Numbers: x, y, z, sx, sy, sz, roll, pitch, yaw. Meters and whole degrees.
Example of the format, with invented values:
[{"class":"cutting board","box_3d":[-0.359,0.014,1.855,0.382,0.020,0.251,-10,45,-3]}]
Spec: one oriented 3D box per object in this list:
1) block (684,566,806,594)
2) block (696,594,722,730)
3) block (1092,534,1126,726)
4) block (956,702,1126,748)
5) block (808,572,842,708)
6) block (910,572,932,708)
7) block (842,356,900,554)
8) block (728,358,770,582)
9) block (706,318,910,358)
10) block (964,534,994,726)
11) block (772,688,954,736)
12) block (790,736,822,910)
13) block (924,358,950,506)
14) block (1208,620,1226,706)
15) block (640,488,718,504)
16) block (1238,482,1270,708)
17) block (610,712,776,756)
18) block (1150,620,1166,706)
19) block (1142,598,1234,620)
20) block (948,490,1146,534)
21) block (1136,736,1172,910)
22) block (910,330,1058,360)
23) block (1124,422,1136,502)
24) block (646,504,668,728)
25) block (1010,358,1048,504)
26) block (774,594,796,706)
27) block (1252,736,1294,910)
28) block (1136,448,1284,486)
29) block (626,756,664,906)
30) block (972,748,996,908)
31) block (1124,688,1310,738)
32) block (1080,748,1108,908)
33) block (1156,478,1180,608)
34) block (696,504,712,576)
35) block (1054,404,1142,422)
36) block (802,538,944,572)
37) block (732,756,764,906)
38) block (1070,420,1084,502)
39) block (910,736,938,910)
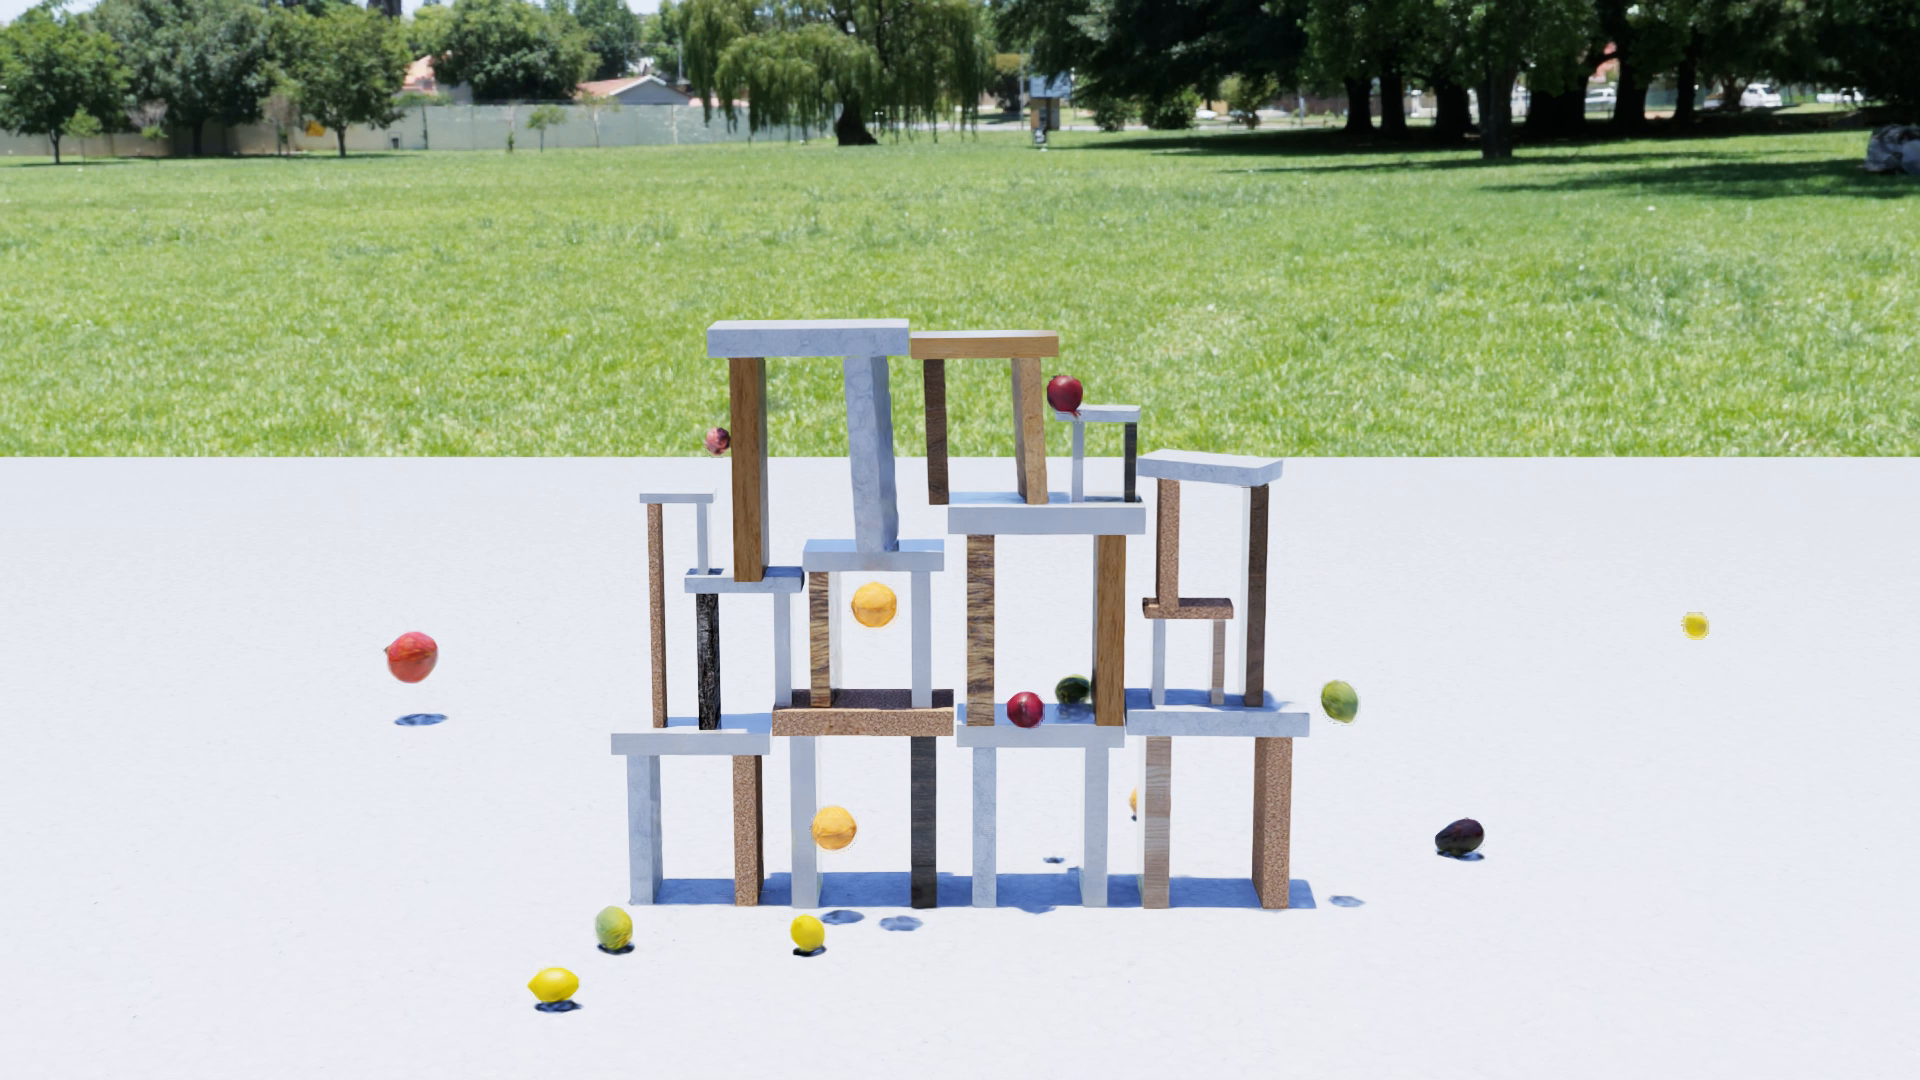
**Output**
[{"class":"block","box_3d":[-0.349,0.064,3.574,0.187,0.027,0.094,0,11,0]},{"class":"block","box_3d":[-0.411,0.189,3.597,0.027,0.227,0.094,0,11,0]},{"class":"block","box_3d":[0.242,0.131,3.583,0.044,0.313,0.157,0,11,1]},{"class":"block","box_3d":[0.131,0.304,3.614,0.272,0.039,0.136,0,11,1]},{"class":"block","box_3d":[-0.219,0.151,3.587,0.032,0.226,0.113,1,11,7]},{"class":"block","box_3d":[-0.062,0.151,3.583,0.032,0.226,0.113,0,11,0]},{"class":"block","box_3d":[-0.142,-0.147,3.535,0.044,0.312,0.156,-2,10,8]},{"class":"block","box_3d":[-0.338,-0.123,3.534,0.044,0.356,0.156,0,11,0]},{"class":"block","box_3d":[-0.238,-0.322,3.498,0.312,0.044,0.156,-1,11,-1]},{"class":"block","box_3d":[0.030,0.131,3.583,0.044,0.313,0.157,0,11,-2]},{"class":"block","box_3d":[-0.156,0.282,3.610,0.293,0.041,0.146,0,11,0]},{"class":"block","box_3d":[-0.254,0.447,3.640,0.041,0.292,0.146,0,11,0]},{"class":"block","box_3d":[-0.037,-0.180,3.525,0.033,0.232,0.116,-2,11,1]},{"class":"block","box_3d":[0.419,0.192,3.587,0.020,0.143,0.072,1,11,1]},{"class":"block","box_3d":[-0.453,-0.072,3.542,0.118,0.017,0.059,0,11,0]},{"class":"block","box_3d":[0.477,0.077,3.572,0.030,0.373,0.105,0,11,1]},{"class":"block","box_3d":[-0.436,0.319,3.621,0.257,0.036,0.129,0,11,0]},{"class":"block","box_3d":[0.323,0.191,3.590,0.020,0.143,0.072,0,11,2]},{"class":"block","box_3d":[0.370,0.111,3.574,0.143,0.020,0.072,0,11,1]},{"class":"block","box_3d":[0.137,-0.045,3.550,0.313,0.044,0.157,0,11,0]},{"class":"block","box_3d":[0.321,0.446,3.640,0.042,0.293,0.147,0,11,0]},{"class":"block","box_3d":[0.038,-0.312,3.501,0.232,0.033,0.116,-1,11,-1]},{"class":"block","box_3d":[0.273,-0.130,3.529,0.019,0.131,0.066,1,11,3]},{"class":"block","box_3d":[-0.492,0.119,3.578,0.017,0.372,0.059,0,11,0]},{"class":"block","box_3d":[0.110,-0.181,3.524,0.033,0.232,0.116,-5,11,-6]},{"class":"block","box_3d":[-0.286,0.169,3.593,0.027,0.187,0.094,0,11,0]},{"class":"block","box_3d":[0.516,0.446,3.640,0.042,0.293,0.147,0,11,0]},{"class":"block","box_3d":[0.398,-0.116,3.509,0.210,0.030,0.105,6,13,29]},{"class":"block","box_3d":[-0.522,0.463,3.648,0.036,0.257,0.129,0,11,0]},{"class":"block","box_3d":[0.040,0.457,3.642,0.039,0.272,0.136,0,11,0]},{"class":"block","box_3d":[0.418,0.282,3.605,0.293,0.042,0.147,0,11,2]},{"class":"block","box_3d":[0.221,0.457,3.643,0.039,0.272,0.136,0,11,0]},{"class":"block","box_3d":[0.336,-0.004,3.561,0.030,0.210,0.105,0,11,1]},{"class":"block","box_3d":[-0.413,-0.006,3.556,0.017,0.118,0.059,0,11,0]},{"class":"block","box_3d":[0.220,-0.202,3.506,0.131,0.019,0.066,2,11,10]},{"class":"block","box_3d":[-0.138,0.024,3.561,0.226,0.032,0.113,0,11,0]},{"class":"block","box_3d":[-0.351,0.463,3.648,0.036,0.257,0.129,0,11,0]},{"class":"block","box_3d":[0.188,-0.131,3.531,0.019,0.131,0.066,1,11,0]},{"class":"block","box_3d":[-0.059,0.447,3.640,0.041,0.292,0.146,0,11,0]}]
